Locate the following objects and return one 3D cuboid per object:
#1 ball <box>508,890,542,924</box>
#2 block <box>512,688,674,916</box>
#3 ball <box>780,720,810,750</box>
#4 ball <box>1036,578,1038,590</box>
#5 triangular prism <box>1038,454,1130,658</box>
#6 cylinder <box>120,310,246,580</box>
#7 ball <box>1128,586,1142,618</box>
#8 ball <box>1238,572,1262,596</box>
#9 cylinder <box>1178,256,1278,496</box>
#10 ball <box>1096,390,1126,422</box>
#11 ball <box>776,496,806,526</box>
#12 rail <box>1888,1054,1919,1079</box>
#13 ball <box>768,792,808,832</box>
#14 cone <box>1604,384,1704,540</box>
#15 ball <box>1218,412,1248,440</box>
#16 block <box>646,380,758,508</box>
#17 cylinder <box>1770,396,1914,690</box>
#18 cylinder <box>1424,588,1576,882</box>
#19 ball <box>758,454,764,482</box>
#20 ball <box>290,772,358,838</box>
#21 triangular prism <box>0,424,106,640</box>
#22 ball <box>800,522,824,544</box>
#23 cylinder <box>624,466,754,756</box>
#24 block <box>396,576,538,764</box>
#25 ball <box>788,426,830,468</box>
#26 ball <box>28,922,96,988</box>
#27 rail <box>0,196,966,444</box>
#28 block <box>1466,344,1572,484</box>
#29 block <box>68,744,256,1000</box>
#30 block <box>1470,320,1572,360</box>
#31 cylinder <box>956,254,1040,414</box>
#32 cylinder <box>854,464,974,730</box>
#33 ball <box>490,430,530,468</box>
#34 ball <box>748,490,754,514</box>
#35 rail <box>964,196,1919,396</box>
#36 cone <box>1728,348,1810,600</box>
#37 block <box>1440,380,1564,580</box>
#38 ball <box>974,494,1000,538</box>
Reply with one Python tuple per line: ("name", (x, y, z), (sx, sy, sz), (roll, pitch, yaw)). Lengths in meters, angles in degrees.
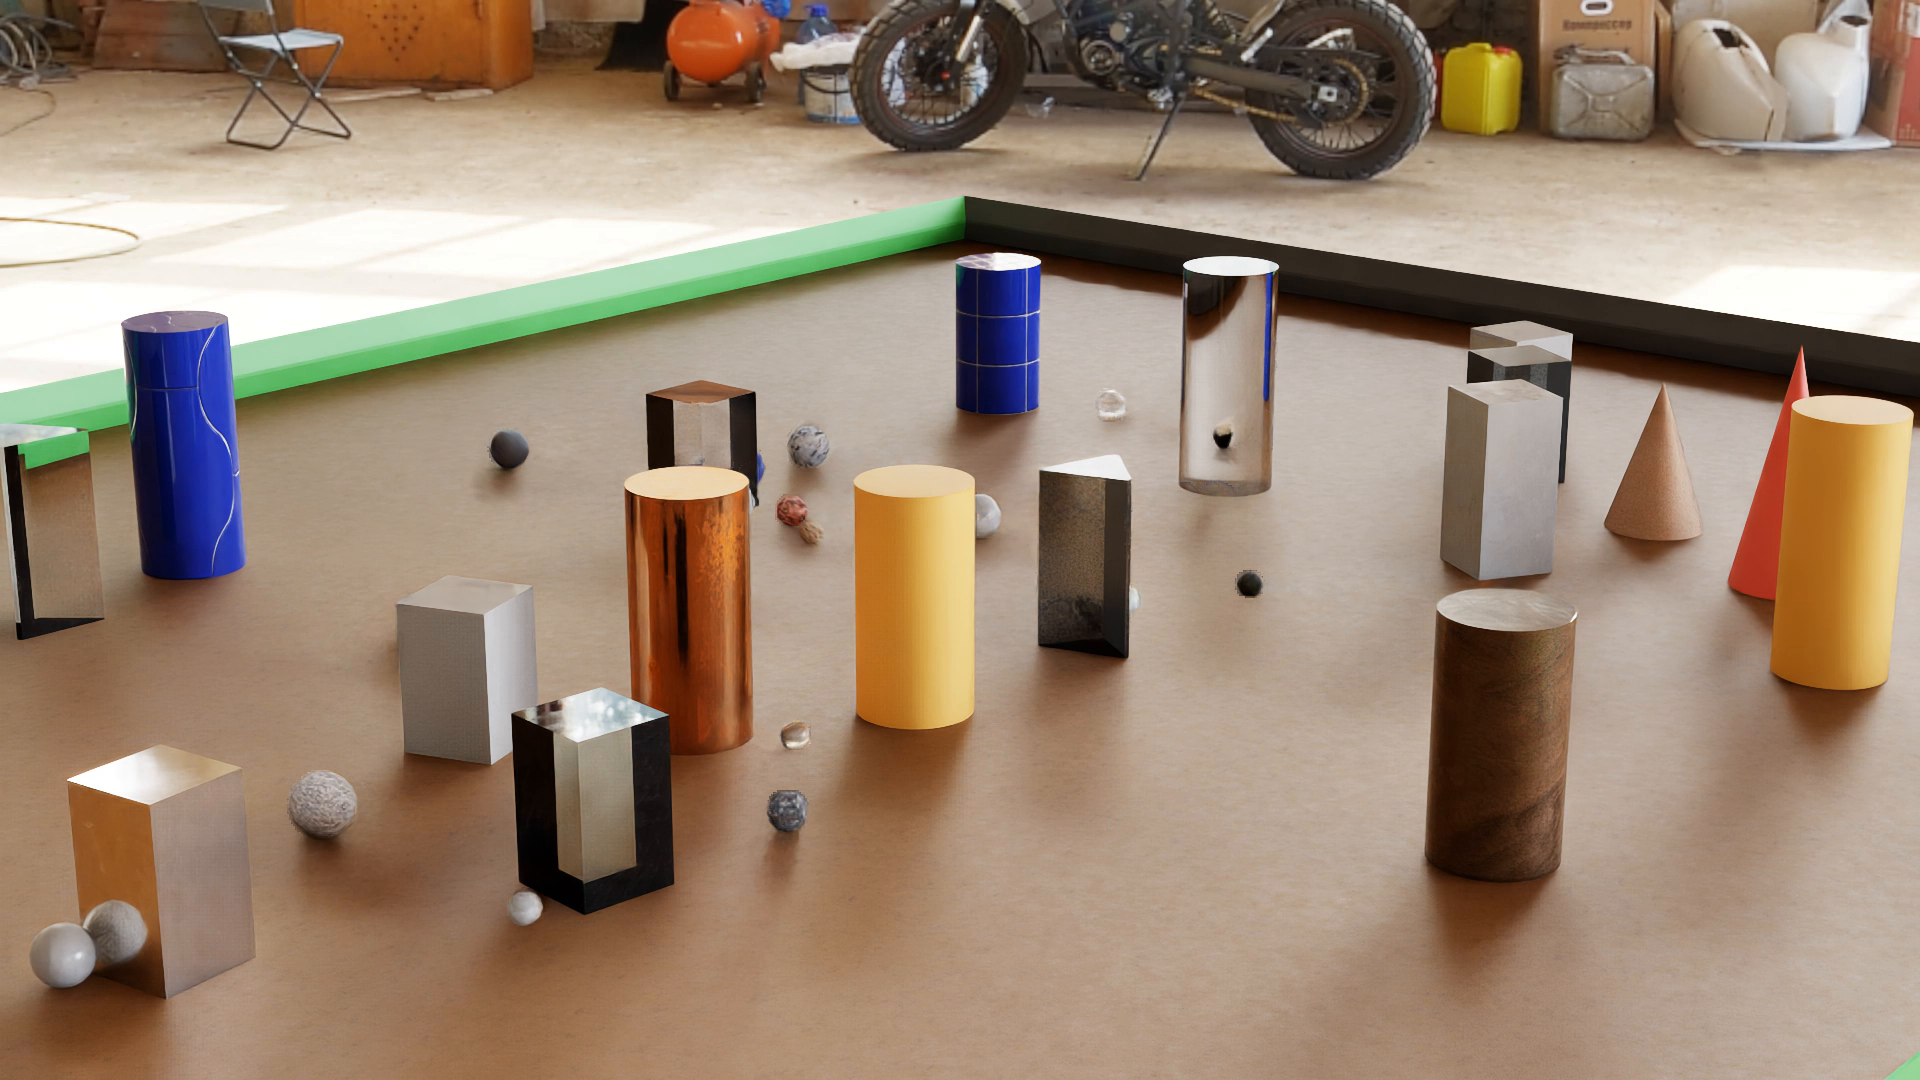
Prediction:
("ball", (-0.561, 0.475, 3.786), (0.043, 0.043, 0.043), (0, 17, 0))
("block", (-0.485, 0.343, 3.881), (0.147, 0.240, 0.147), (-15, 23, -41))
("ball", (-0.247, 0.292, 4.388), (0.044, 0.044, 0.044), (0, 17, 0))
("ball", (0.170, 0.075, 5.056), (0.077, 0.077, 0.077), (0, 17, 0))
("triangular prism", (0.229, 0.021, 4.840), (0.160, 0.302, 0.138), (8, 18, 24))
("cylinder", (-1.380, -0.170, 5.218), (0.184, 0.449, 0.184), (0, 17, 0))
("ball", (0.281, 0.105, 4.989), (0.054, 0.054, 0.054), (0, 17, 0))
("ball", (0.504, 0.077, 5.100), (0.043, 0.043, 0.043), (0, 17, 0))
("cylinder", (0.524, -0.320, 5.732), (0.184, 0.438, 0.184), (0, 17, 0))
("ball", (0.321, -0.287, 6.264), (0.066, 0.066, 0.066), (0, 17, 0))
("ball", (-0.316, -0.055, 5.511), (0.057, 0.057, 0.057), (0, 17, 0))
("rail", (1.572, 0.425, 3.815), (0.045, 0.120, 4.886), (14, 22, 39))
("ball", (-0.240, 0.378, 4.084), (0.057, 0.057, 0.057), (0, 17, 0))
("cone", (1.305, -0.160, 5.475), (0.184, 0.281, 0.184), (0, 17, 0))
("ball", (0.568, -0.237, 6.108), (0.060, 0.060, 0.060), (0, 17, 0))
("block", (-0.492, -0.171, 5.605), (0.147, 0.227, 0.147), (14, 22, 38))
("cylinder", (1.402, 0.003, 4.671), (0.184, 0.434, 0.184), (0, 17, 0))
("cylinder", (0.727, 0.262, 3.954), (0.184, 0.354, 0.184), (0, 17, 0))
("ball", (-0.428, -0.141, 5.742), (0.090, 0.090, 0.090), (0, 17, 0))
("ball", (-0.882, 0.367, 4.061), (0.092, 0.092, 0.092), (0, 17, 0))
("triangular prism", (-1.560, -0.023, 4.932), (0.138, 0.332, 0.160), (16, 23, 42))
("ball", (-0.273, -0.014, 5.403), (0.042, 0.042, 0.042), (0, 17, 0))
("cylinder", (-0.405, 0.105, 4.400), (0.184, 0.397, 0.184), (0, 17, 0))
("block", (-0.735, 0.193, 4.389), (0.147, 0.234, 0.147), (6, 18, 20))
("ball", (-0.306, -0.187, 5.904), (0.084, 0.084, 0.084), (0, 17, 0))
("ball", (-1.103, 0.510, 3.606), (0.080, 0.080, 0.080), (0, 17, 0))
("rail", (-1.572, -0.366, 6.428), (0.045, 0.120, 4.886), (14, 22, 39))
("block", (1.103, -0.245, 5.814), (0.147, 0.247, 0.147), (-6, 18, -19))
("block", (-0.989, 0.409, 3.638), (0.147, 0.255, 0.147), (11, 20, 32))
("block", (1.161, -0.322, 6.096), (0.147, 0.231, 0.147), (-9, 19, -28))
("cylinder", (0.082, -0.448, 6.364), (0.184, 0.317, 0.184), (0, 17, 0))
("cylinder", (-0.070, 0.086, 4.510), (0.184, 0.368, 0.184), (0, 17, 0))
("ball", (-0.907, -0.184, 5.902), (0.078, 0.078, 0.078), (0, 17, 0))
("ball", (-0.424, -0.071, 5.543), (0.071, 0.071, 0.071), (0, 17, 0))
("rail", (1.586, -0.499, 6.870), (4.212, 0.120, 0.045), (14, 22, 39))
("cone", (1.448, -0.128, 5.105), (0.184, 0.434, 0.184), (0, 17, 0))
("block", (0.965, -0.109, 5.236), (0.147, 0.321, 0.147), (-6, 18, -18))
("ball", (0.035, -0.045, 5.437), (0.081, 0.081, 0.081), (0, 17, 0))
